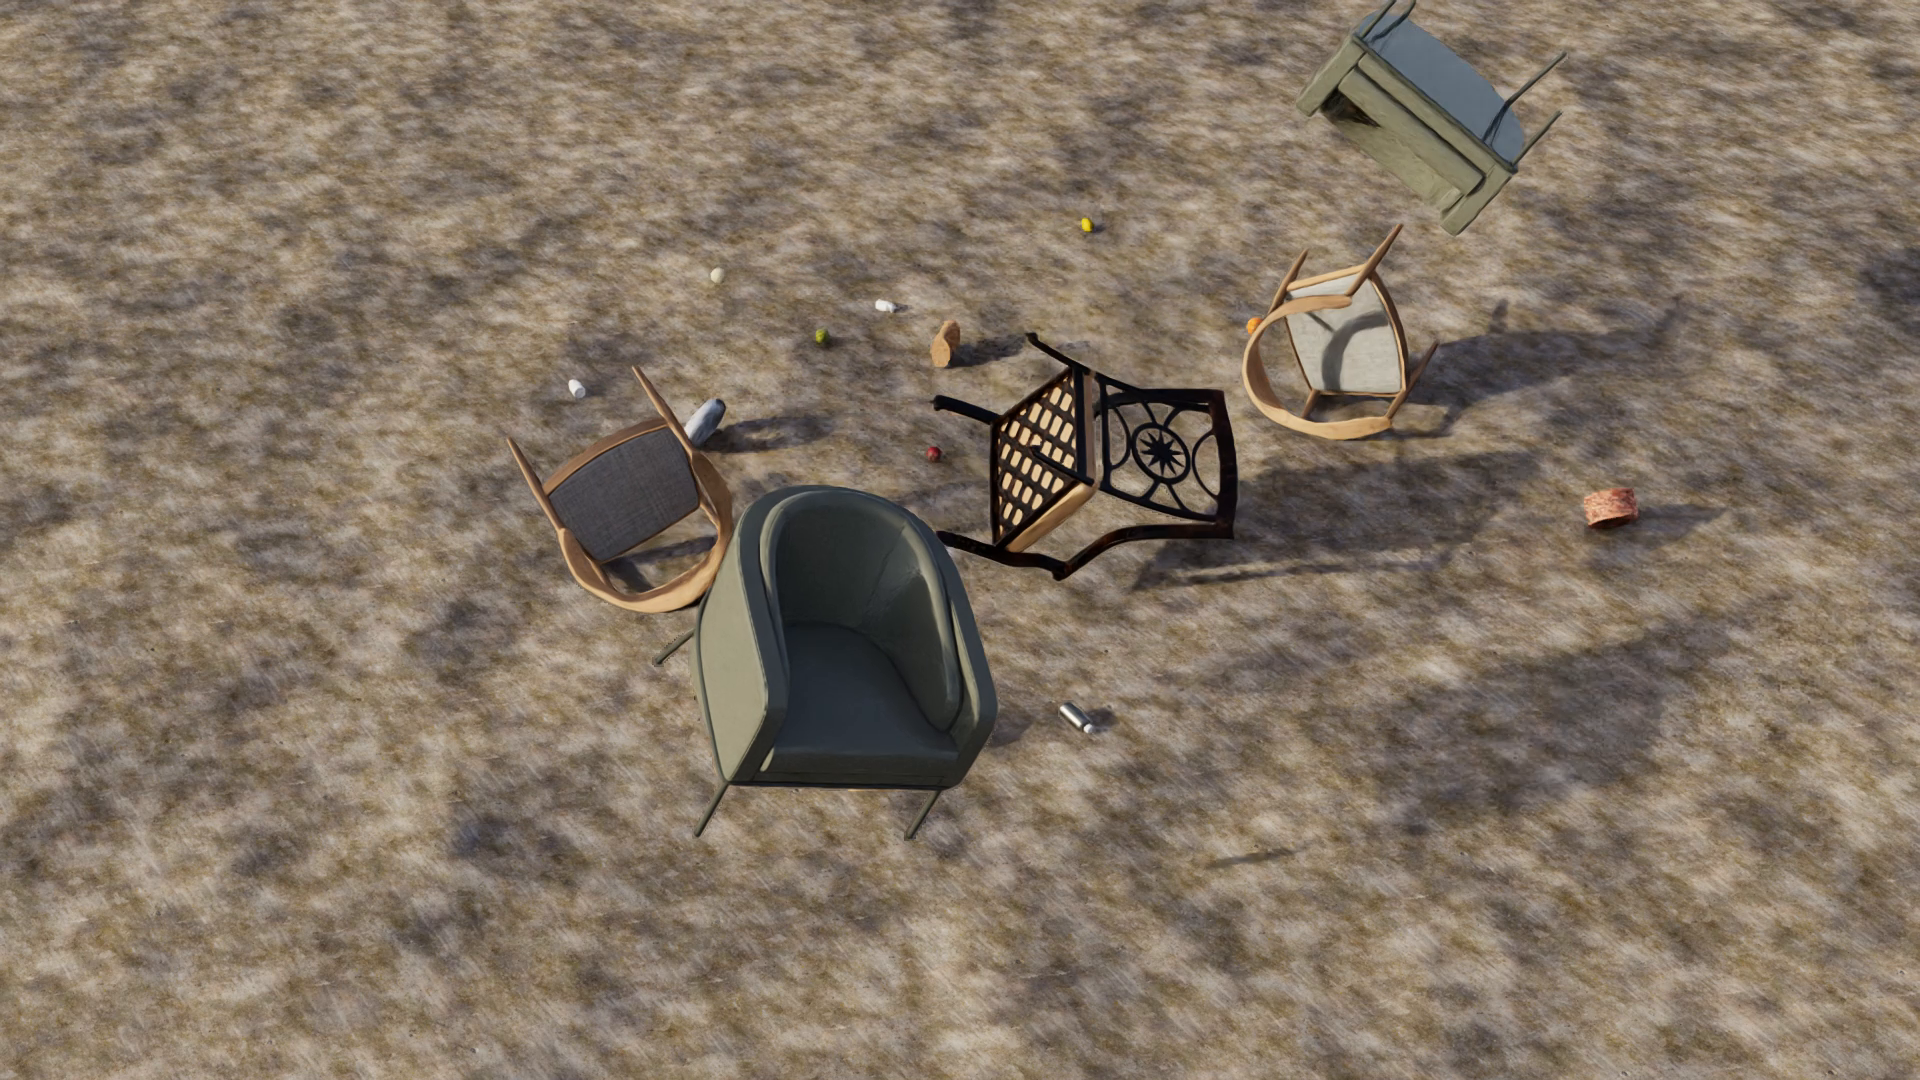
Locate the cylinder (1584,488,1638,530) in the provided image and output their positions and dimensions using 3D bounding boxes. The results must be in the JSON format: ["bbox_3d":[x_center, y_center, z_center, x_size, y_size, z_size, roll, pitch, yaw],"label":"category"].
[{"bbox_3d":[2.422,-0.116,10.912,0.184,0.105,0.235,-15,-12,24],"label":"cylinder"}]

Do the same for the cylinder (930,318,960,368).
[{"bbox_3d":[-0.058,-0.808,12.029,0.081,0.142,0.163,10,35,13],"label":"cylinder"}]

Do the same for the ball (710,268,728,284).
[{"bbox_3d":[-0.929,-1.019,11.301,0.063,0.063,0.063,0,33,0],"label":"ball"}]

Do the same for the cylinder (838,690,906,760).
[{"bbox_3d":[-0.292,0.618,9.771,0.221,0.230,0.133,9,51,-12],"label":"cylinder"}]

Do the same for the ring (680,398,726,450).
[{"bbox_3d":[-1.001,-0.454,11.427,0.072,0.234,0.322,36,8,2],"label":"ring"}]
